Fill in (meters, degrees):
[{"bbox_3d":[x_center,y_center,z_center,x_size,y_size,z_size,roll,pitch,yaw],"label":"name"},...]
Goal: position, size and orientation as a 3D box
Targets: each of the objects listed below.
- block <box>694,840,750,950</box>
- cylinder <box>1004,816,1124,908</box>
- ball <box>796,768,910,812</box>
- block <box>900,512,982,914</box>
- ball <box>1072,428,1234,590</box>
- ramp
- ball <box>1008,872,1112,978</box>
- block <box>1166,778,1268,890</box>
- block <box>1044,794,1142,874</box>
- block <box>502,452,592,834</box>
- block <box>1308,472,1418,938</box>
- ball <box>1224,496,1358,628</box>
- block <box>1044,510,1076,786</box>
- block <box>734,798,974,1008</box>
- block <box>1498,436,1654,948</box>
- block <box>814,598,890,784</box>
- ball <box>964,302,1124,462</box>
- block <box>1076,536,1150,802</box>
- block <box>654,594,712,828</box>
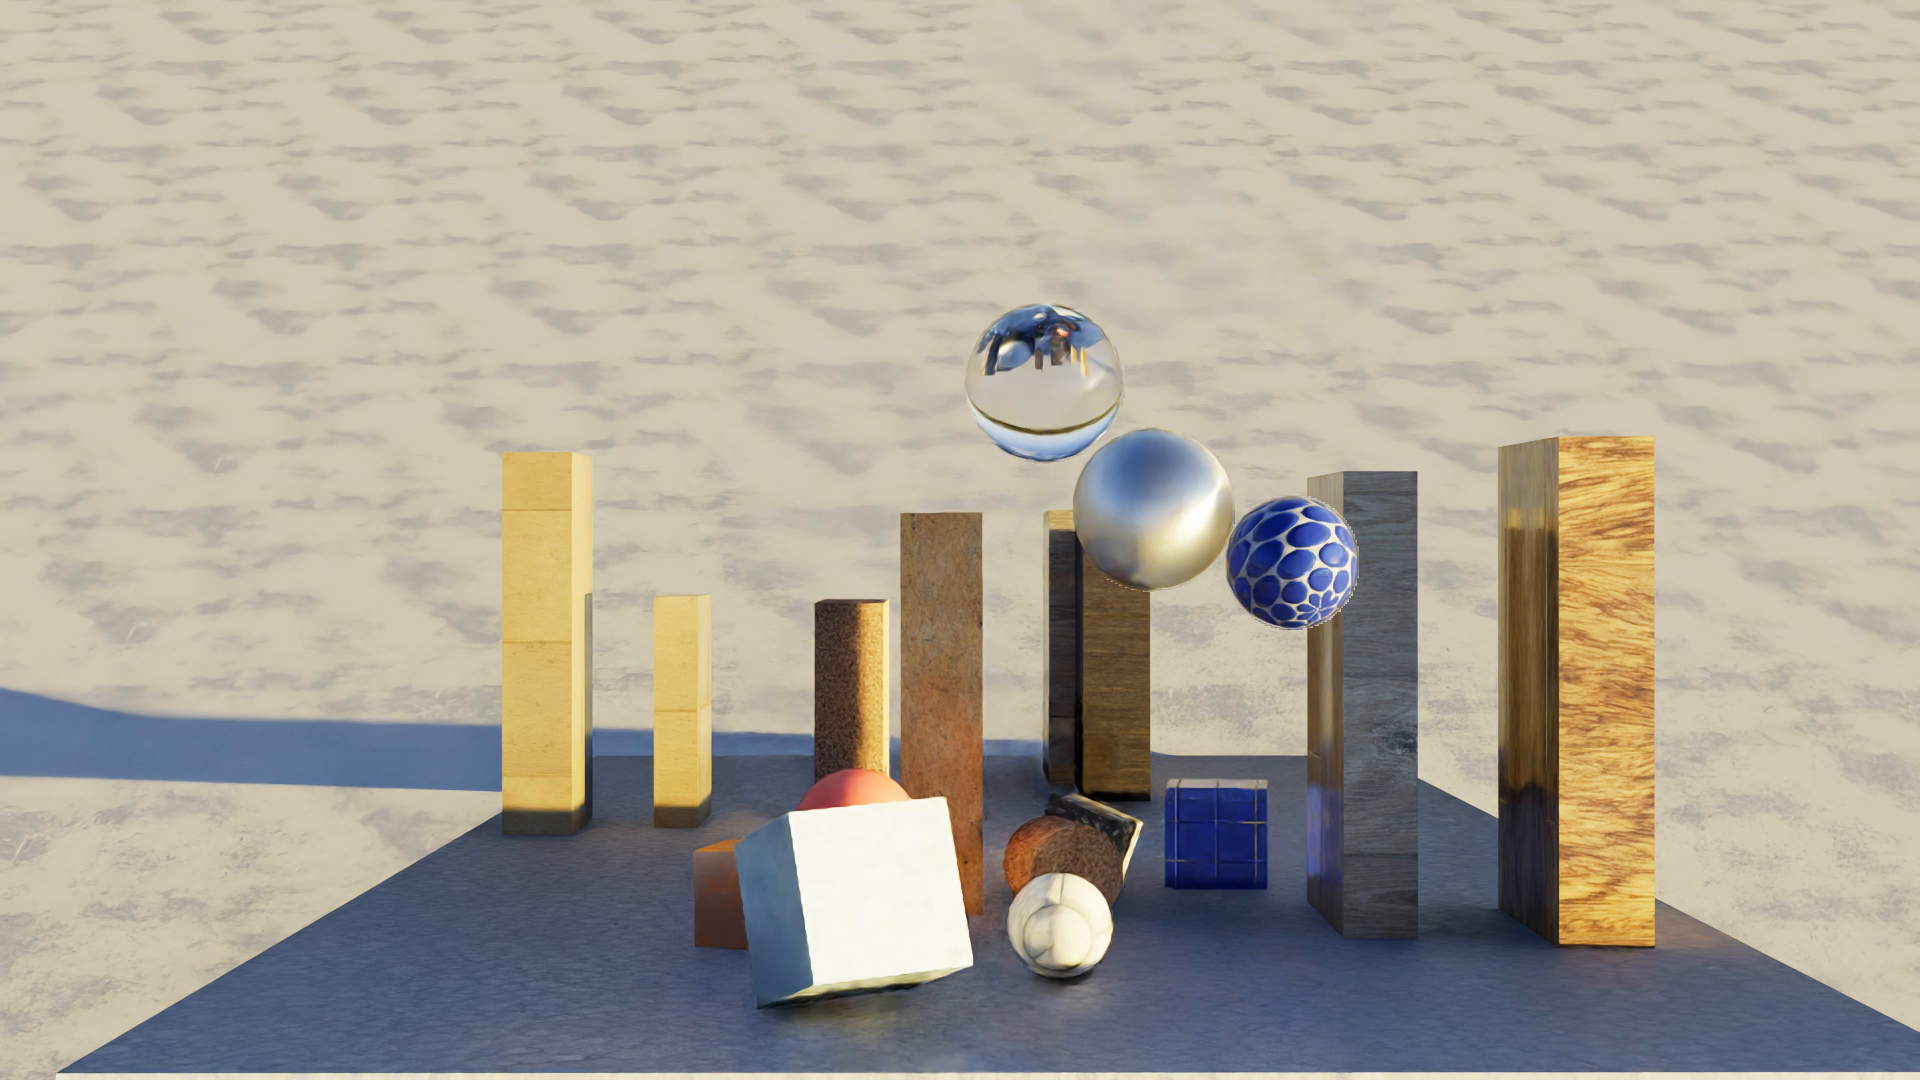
[{"bbox_3d":[-0.281,0.485,3.543,0.130,0.130,0.130,0,0,14],"label":"block"},{"bbox_3d":[0.151,0.480,3.788,0.140,0.140,0.140,-9,2,-15],"label":"cylinder"},{"bbox_3d":[-0.150,0.422,3.732,0.185,0.185,0.185,0,30,0],"label":"ball"},{"bbox_3d":[-0.027,0.255,3.940,0.121,0.591,0.280,0,0,0],"label":"block"},{"bbox_3d":[0.223,-0.036,2.994,0.187,0.187,0.187,0,30,0],"label":"ball"},{"bbox_3d":[0.068,0.602,4.663,2.000,0.100,4.000,0,0,0],"label":"ramp"},{"bbox_3d":[0.125,0.483,3.246,0.132,0.132,0.132,0,30,0],"label":"ball"},{"bbox_3d":[0.413,0.471,4.158,0.159,0.159,0.159,0,0,7],"label":"block"},{"bbox_3d":[0.198,0.474,4.067,0.112,0.112,0.112,21,4,31],"label":"block"},{"bbox_3d":[-0.793,0.194,4.987,0.131,0.717,0.274,0,0,0],"label":"block"},{"bbox_3d":[0.580,0.227,3.757,0.103,0.645,0.371,0,0,0],"label":"block"},{"bbox_3d":[0.352,0.023,2.755,0.140,0.140,0.140,0,30,0],"label":"ball"},{"bbox_3d":[0.243,0.244,6.031,0.085,0.620,0.403,0,0,0],"label":"block"},{"bbox_3d":[-0.127,0.423,3.010,0.195,0.195,0.195,-3,-16,-25],"label":"block"},{"bbox_3d":[0.869,0.205,3.675,0.128,0.689,0.393,0,0,0],"label":"block"},{"bbox_3d":[-0.180,0.327,4.376,0.112,0.448,0.363,0,0,0],"label":"block"},{"bbox_3d":[0.079,-0.150,2.455,0.151,0.151,0.151,0,30,0],"label":"ball"},{"bbox_3d":[0.331,0.266,5.664,0.142,0.574,0.389,0,0,0],"label":"block"},{"bbox_3d":[-0.546,0.331,5.108,0.084,0.443,0.273,0,0,0],"label":"block"}]
